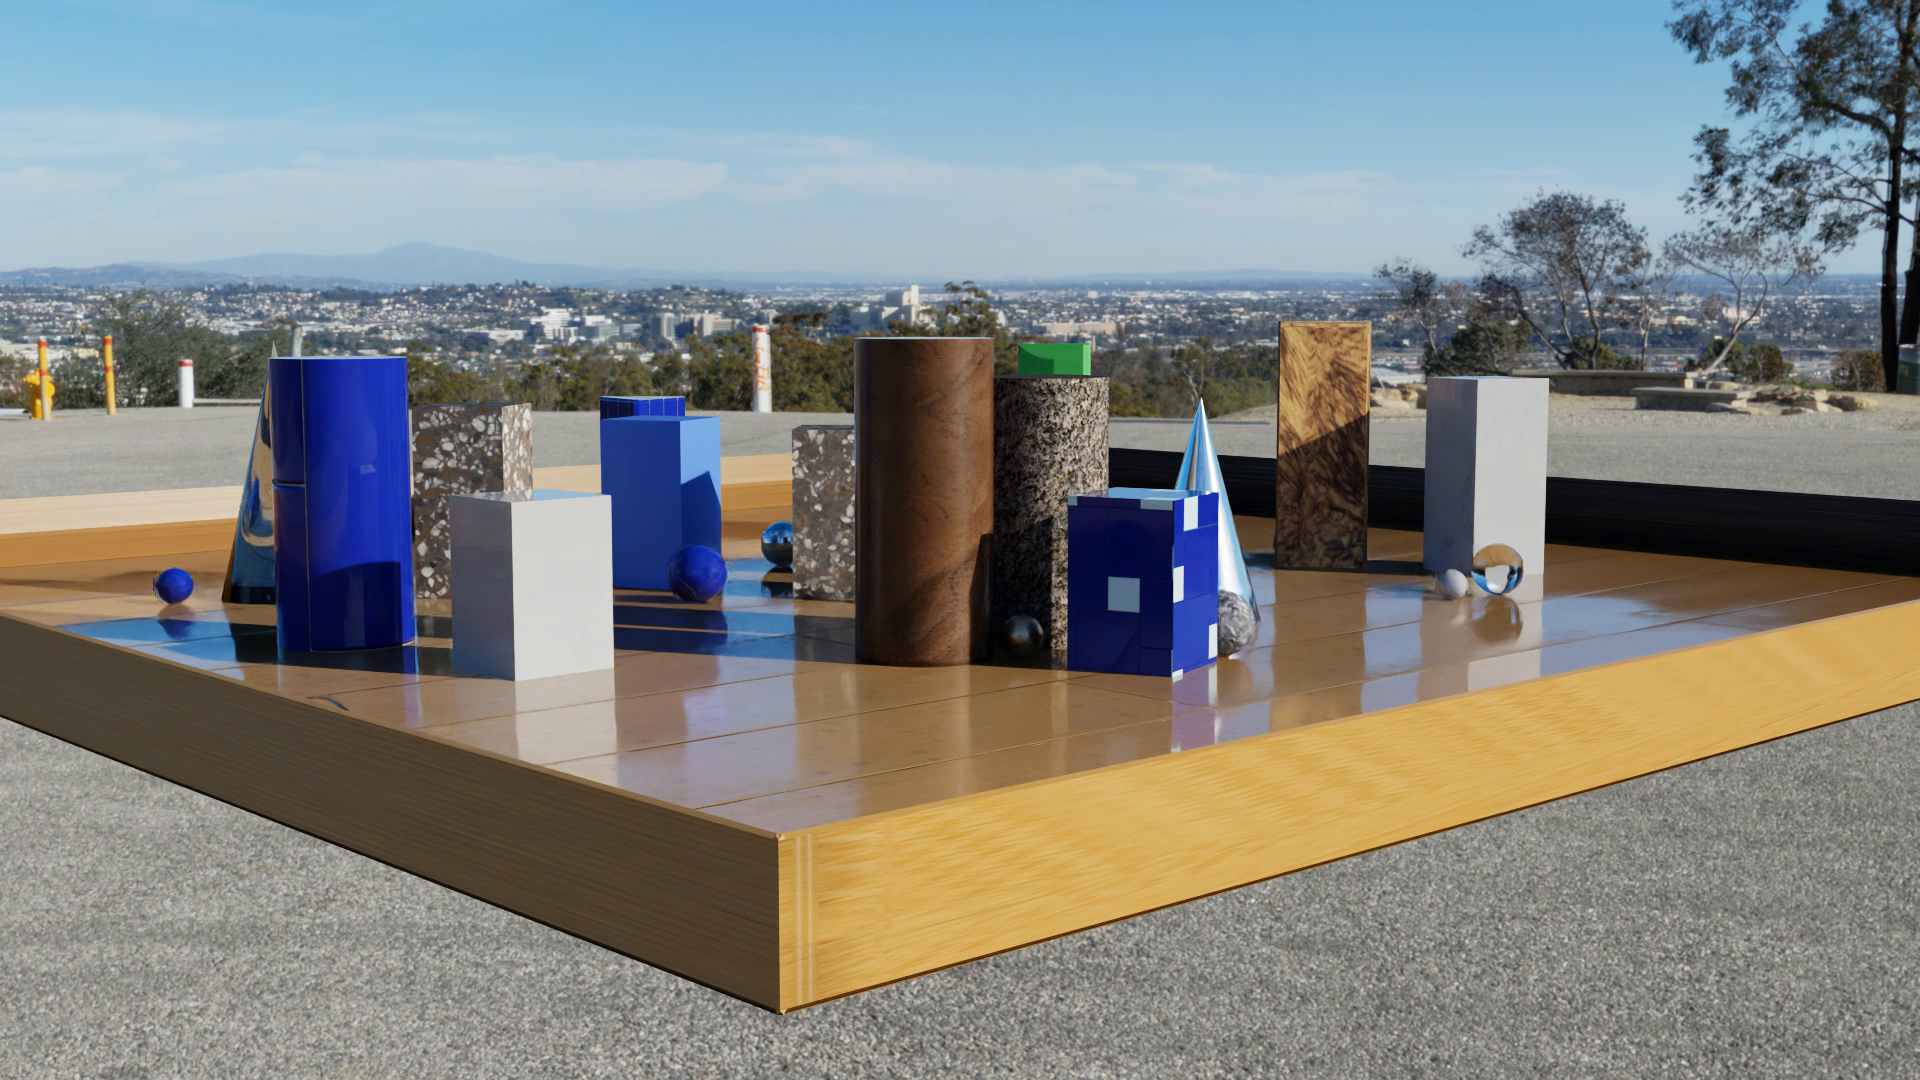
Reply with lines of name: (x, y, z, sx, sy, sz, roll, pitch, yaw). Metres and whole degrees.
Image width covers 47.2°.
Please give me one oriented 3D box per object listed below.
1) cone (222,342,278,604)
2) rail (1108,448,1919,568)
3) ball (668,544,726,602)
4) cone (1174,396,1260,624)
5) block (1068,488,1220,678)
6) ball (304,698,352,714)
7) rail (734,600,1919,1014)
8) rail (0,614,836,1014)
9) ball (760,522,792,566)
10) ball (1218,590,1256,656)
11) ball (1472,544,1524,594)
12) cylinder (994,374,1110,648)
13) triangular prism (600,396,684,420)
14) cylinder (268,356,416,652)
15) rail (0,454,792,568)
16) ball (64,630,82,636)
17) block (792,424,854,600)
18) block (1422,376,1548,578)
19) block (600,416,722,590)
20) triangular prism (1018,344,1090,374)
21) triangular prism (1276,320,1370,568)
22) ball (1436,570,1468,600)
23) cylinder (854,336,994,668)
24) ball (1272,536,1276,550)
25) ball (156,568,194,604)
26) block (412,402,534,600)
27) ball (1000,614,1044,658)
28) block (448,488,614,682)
cone: (-1.031, -0.107, 3.324, 0.175, 0.389, 0.175, 0, 6, 0)
rail: (1.026, -0.072, 4.274, 0.045, 0.114, 2.745, -6, 8, -42)
ball: (-0.391, 0.050, 3.279, 0.086, 0.086, 0.086, 0, 6, 0)
cone: (0.337, -0.044, 3.089, 0.175, 0.314, 0.175, 0, 6, 0)
block: (0.226, 0.049, 2.707, 0.140, 0.212, 0.140, 3, 7, 29)
ball: (-0.598, 0.186, 2.045, 0.080, 0.080, 0.080, 0, 6, 0)
rail: (0.915, 0.136, 2.347, 2.840, 0.114, 0.045, -6, 8, -42)
rail: (-1.026, 0.131, 2.391, 0.045, 0.114, 2.745, -6, 8, -42)
ball: (-0.301, 0.006, 3.737, 0.075, 0.075, 0.075, 0, 6, 0)
ball: (0.332, 0.105, 2.784, 0.083, 0.083, 0.083, 0, 6, 0)
ball: (0.824, 0.044, 3.368, 0.078, 0.078, 0.078, 0, 6, 0)
cylinder: (0.109, -0.042, 2.912, 0.175, 0.348, 0.175, 0, 6, 0)
triangular prism: (-0.561, -0.124, 4.015, 0.131, 0.274, 0.151, -4, 7, -33)
cylinder: (-0.809, -0.052, 2.880, 0.175, 0.374, 0.175, 0, 6, 0)
rail: (-0.915, -0.077, 4.318, 2.840, 0.114, 0.045, -6, 8, -42)
ball: (-1.005, 0.141, 2.459, 0.081, 0.081, 0.081, 0, 6, 0)
block: (-0.179, -0.045, 3.374, 0.140, 0.255, 0.140, 0, 6, 2)
block: (0.870, -0.108, 3.645, 0.140, 0.322, 0.140, -3, 7, -23)
block: (-0.475, -0.063, 3.502, 0.140, 0.263, 0.140, 2, 7, 20)
triangular prism: (0.209, -0.188, 4.170, 0.151, 0.368, 0.131, 4, 8, 35)
triangular prism: (0.628, -0.167, 3.762, 0.151, 0.414, 0.131, 2, 6, 16)
ball: (0.740, 0.067, 3.308, 0.046, 0.046, 0.046, 0, 6, 0)
cylinder: (-0.045, -0.052, 2.760, 0.175, 0.401, 0.175, 0, 6, 0)
ball: (0.575, 0.005, 3.889, 0.044, 0.044, 0.044, 0, 6, 0)
ball: (-1.167, 0.068, 3.269, 0.053, 0.053, 0.053, 0, 6, 0)
block: (-0.743, -0.062, 3.366, 0.140, 0.291, 0.140, 1, 6, 7)
ball: (0.078, 0.120, 2.774, 0.055, 0.055, 0.055, 0, 6, 0)
block: (-0.523, 0.051, 2.683, 0.140, 0.212, 0.140, -6, 8, -43)
